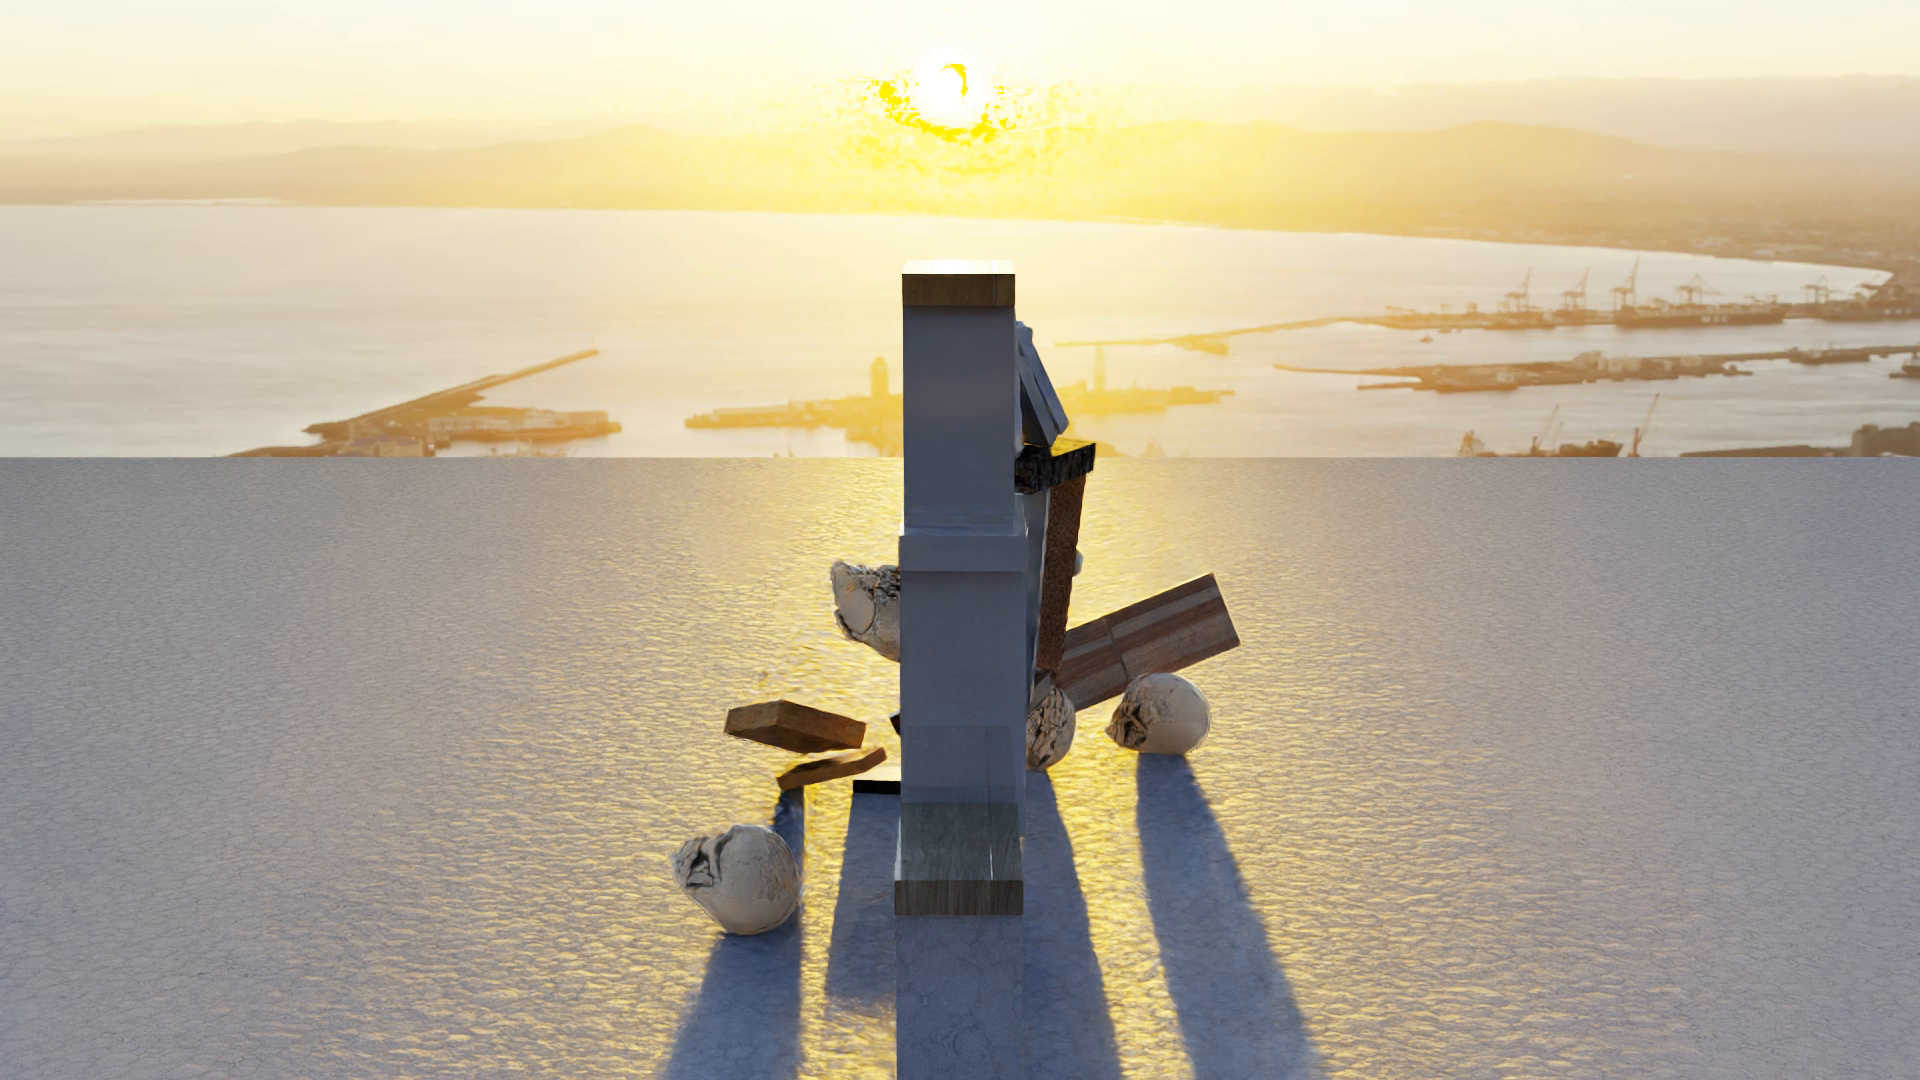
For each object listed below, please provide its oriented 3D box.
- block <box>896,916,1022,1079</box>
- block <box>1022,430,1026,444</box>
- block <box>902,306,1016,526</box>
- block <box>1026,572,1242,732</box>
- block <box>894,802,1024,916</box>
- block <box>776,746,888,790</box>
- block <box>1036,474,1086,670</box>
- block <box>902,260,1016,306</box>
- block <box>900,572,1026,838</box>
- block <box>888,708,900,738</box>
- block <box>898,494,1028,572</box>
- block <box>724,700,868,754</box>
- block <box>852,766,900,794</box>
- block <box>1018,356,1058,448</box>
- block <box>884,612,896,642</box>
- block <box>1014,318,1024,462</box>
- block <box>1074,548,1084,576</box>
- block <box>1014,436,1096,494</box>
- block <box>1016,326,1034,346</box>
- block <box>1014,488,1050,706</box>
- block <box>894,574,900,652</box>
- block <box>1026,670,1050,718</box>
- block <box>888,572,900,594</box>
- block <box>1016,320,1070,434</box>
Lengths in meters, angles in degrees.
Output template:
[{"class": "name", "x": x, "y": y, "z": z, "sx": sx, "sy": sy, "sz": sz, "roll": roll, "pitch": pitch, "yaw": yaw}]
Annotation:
[{"class": "block", "x": -0.001, "y": 0.601, "z": 2.754, "sx": 0.157, "sy": 0.313, "sz": 0.044, "roll": 0, "pitch": 11, "yaw": 0}, {"class": "block", "x": 0.027, "y": -0.233, "z": 3.529, "sx": 0.102, "sy": 0.204, "sz": 0.029, "roll": 6, "pitch": 47, "yaw": 30}, {"class": "block", "x": -0.002, "y": -0.171, "z": 2.977, "sx": 0.150, "sy": 0.300, "sz": 0.042, "roll": 0, "pitch": 11, "yaw": 0}, {"class": "block", "x": 0.308, "y": 0.244, "z": 4.614, "sx": 0.553, "sy": 0.167, "sz": 0.047, "roll": -21, "pitch": -1, "yaw": -12}, {"class": "block", "x": -0.001, "y": 0.406, "z": 2.824, "sx": 0.157, "sy": 0.044, "sz": 0.313, "roll": 0, "pitch": 11, "yaw": 0}, {"class": "block", "x": -0.247, "y": 0.441, "z": 4.241, "sx": 0.193, "sy": 0.027, "sz": 0.096, "roll": -15, "pitch": 4, "yaw": 25}, {"class": "block", "x": 0.111, "y": 0.045, "z": 3.870, "sx": 0.177, "sy": 0.354, "sz": 0.050, "roll": 4, "pitch": 7, "yaw": -25}, {"class": "block", "x": -0.001, "y": -0.357, "z": 3.042, "sx": 0.150, "sy": 0.042, "sz": 0.300, "roll": 0, "pitch": 11, "yaw": 0}, {"class": "block", "x": 0.004, "y": 0.218, "z": 3.012, "sx": 0.171, "sy": 0.380, "sz": 0.049, "roll": 0, "pitch": 10, "yaw": 0}, {"class": "block", "x": -0.050, "y": 0.393, "z": 4.139, "sx": 0.096, "sy": 0.193, "sz": 0.027, "roll": -27, "pitch": 13, "yaw": -2}, {"class": "block", "x": 0.004, "y": -0.014, "z": 3.085, "sx": 0.171, "sy": 0.049, "sz": 0.343, "roll": 0, "pitch": 11, "yaw": 0}, {"class": "block", "x": -0.327, "y": 0.368, "z": 4.303, "sx": 0.175, "sy": 0.050, "sz": 0.350, "roll": 17, "pitch": -13, "yaw": -20}, {"class": "block", "x": -0.105, "y": 0.466, "z": 4.261, "sx": 0.193, "sy": 0.027, "sz": 0.096, "roll": 1, "pitch": 11, "yaw": 7}, {"class": "block", "x": 0.085, "y": -0.234, "z": 3.629, "sx": 0.102, "sy": 0.204, "sz": 0.029, "roll": 13, "pitch": 60, "yaw": 28}, {"class": "block", "x": -0.041, "y": 0.239, "z": 4.410, "sx": 0.167, "sy": 0.047, "sz": 0.333, "roll": 32, "pitch": 2, "yaw": -16}, {"class": "block", "x": 0.026, "y": -0.248, "z": 3.444, "sx": 0.130, "sy": 0.259, "sz": 0.037, "roll": 10, "pitch": 39, "yaw": 18}, {"class": "block", "x": 0.098, "y": -0.024, "z": 4.507, "sx": 0.166, "sy": 0.047, "sz": 0.333, "roll": -11, "pitch": -40, "yaw": 32}, {"class": "block", "x": 0.092, "y": -0.134, "z": 3.678, "sx": 0.177, "sy": 0.050, "sz": 0.354, "roll": 9, "pitch": 11, "yaw": 19}, {"class": "block", "x": 0.030, "y": -0.333, "z": 3.528, "sx": 0.102, "sy": 0.029, "sz": 0.204, "roll": 5, "pitch": 3, "yaw": 25}, {"class": "block", "x": 0.043, "y": 0.085, "z": 3.594, "sx": 0.177, "sy": 0.354, "sz": 0.050, "roll": 6, "pitch": 11, "yaw": 8}, {"class": "block", "x": -0.020, "y": 0.051, "z": 4.006, "sx": 0.175, "sy": 0.350, "sz": 0.050, "roll": 2, "pitch": 35, "yaw": -7}, {"class": "block", "x": 0.049, "y": 0.267, "z": 3.708, "sx": 0.143, "sy": 0.041, "sz": 0.286, "roll": 5, "pitch": 11, "yaw": 15}, {"class": "block", "x": -0.048, "y": 0.036, "z": 4.107, "sx": 0.089, "sy": 0.177, "sz": 0.025, "roll": 27, "pitch": 10, "yaw": -39}, {"class": "block", "x": 0.094, "y": -0.273, "z": 3.716, "sx": 0.110, "sy": 0.220, "sz": 0.031, "roll": 2, "pitch": 43, "yaw": 37}]
